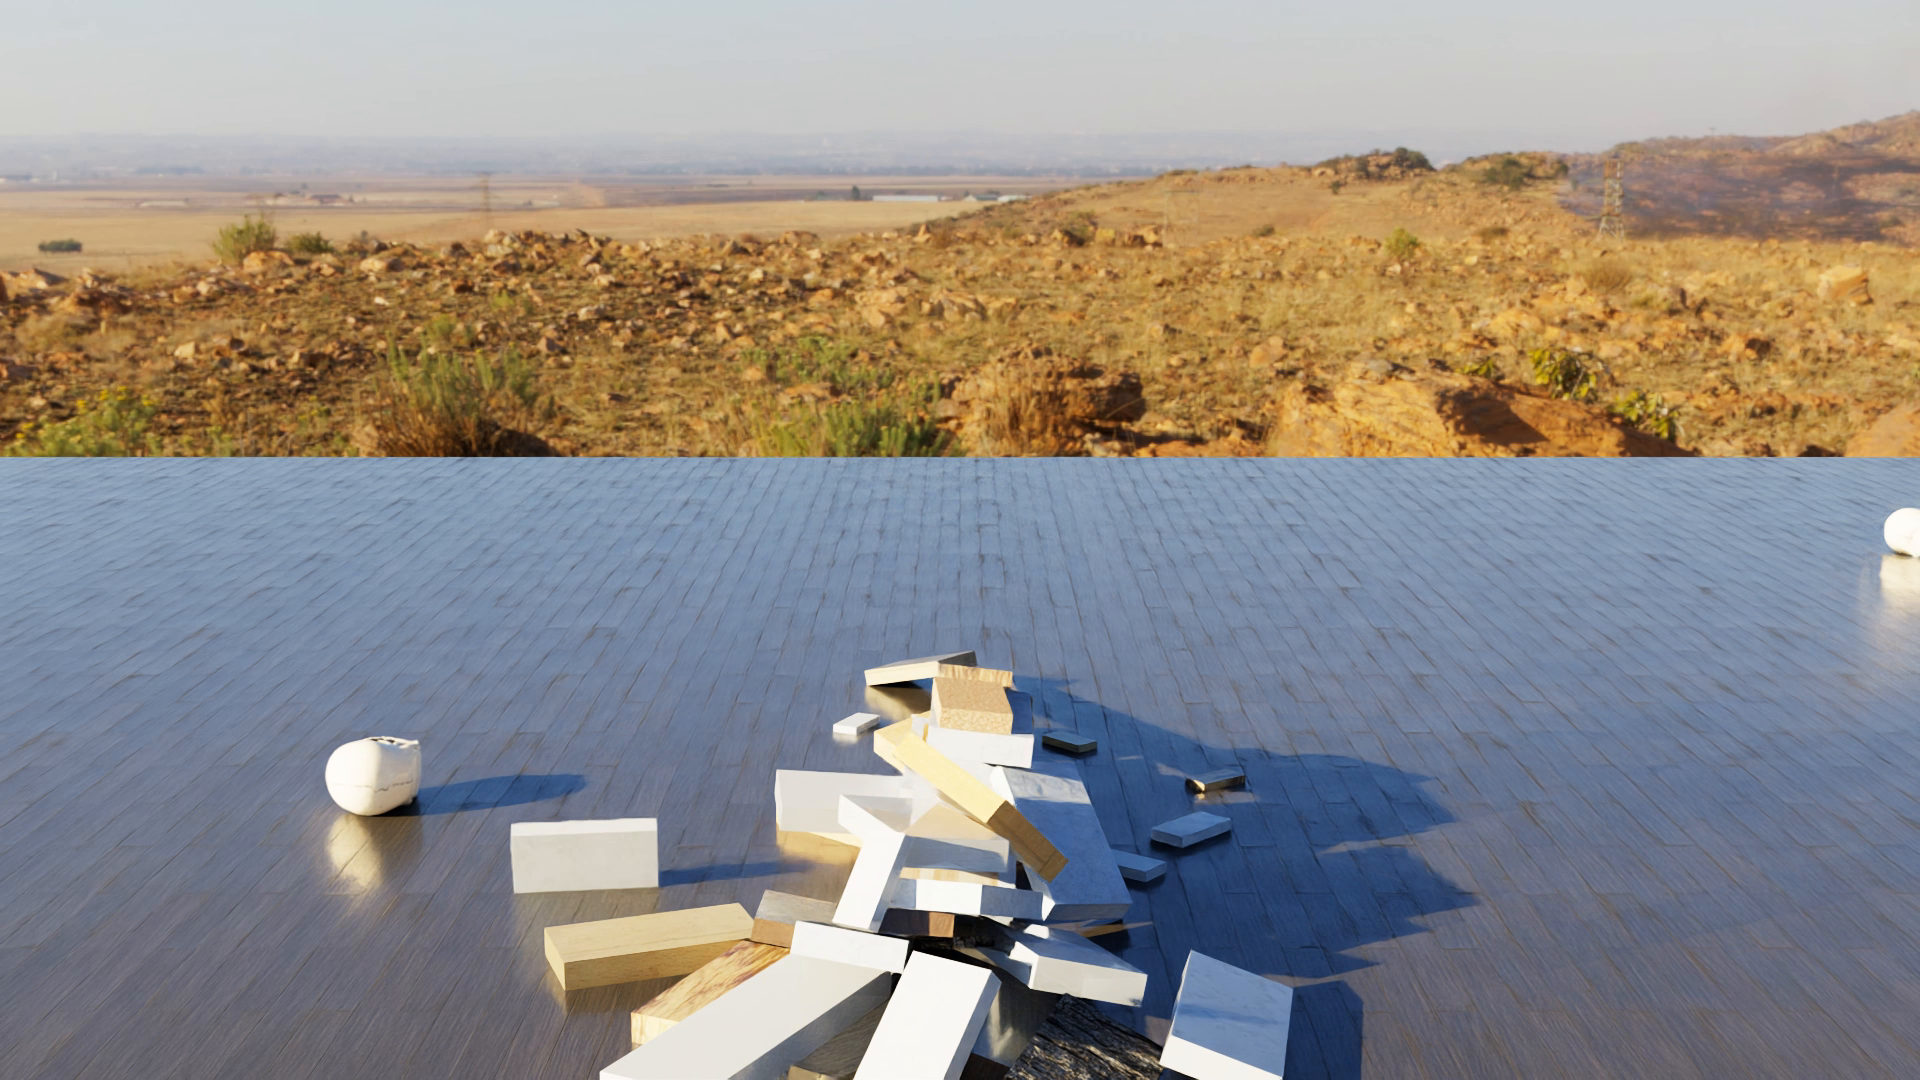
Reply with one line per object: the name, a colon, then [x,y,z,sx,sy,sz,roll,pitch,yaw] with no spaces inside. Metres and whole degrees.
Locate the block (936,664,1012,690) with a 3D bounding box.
block: [0.024,0.249,3.997,0.119,0.034,0.238,7,-3,-3]

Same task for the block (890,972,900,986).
block: [-0.121,0.648,3.314,0.056,0.016,0.112,2,11,13]

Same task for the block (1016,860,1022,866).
block: [0.066,0.545,3.863,0.066,0.019,0.131,-9,14,-38]

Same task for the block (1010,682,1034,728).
block: [0.061,0.325,4.487,0.121,0.034,1.031,7,1,-1]

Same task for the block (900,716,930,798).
block: [-0.018,0.410,3.951,0.160,0.045,0.320,8,19,1]

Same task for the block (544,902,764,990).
block: [-0.468,0.622,3.376,0.310,0.044,0.155,-4,11,-21]

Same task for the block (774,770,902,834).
block: [-0.161,0.467,3.882,0.319,0.045,0.160,4,17,-10]

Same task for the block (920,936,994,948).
block: [-0.004,0.581,3.177,0.056,0.016,0.112,-7,-11,32]

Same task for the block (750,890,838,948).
block: [-0.252,0.590,3.398,0.122,0.035,0.244,12,0,-1]

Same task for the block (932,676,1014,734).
block: [0.019,0.280,3.741,0.119,0.034,0.238,6,9,-4]

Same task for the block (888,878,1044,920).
block: [0.008,0.522,3.201,0.146,0.041,0.292,2,-10,20]

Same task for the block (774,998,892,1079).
block: [-0.366,0.735,2.770,0.883,0.043,0.153,-10,14,-42]

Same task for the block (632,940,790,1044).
block: [-0.324,0.660,3.172,0.153,0.043,0.306,5,12,24]

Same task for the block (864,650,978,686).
block: [-0.090,0.292,5.006,0.242,0.034,0.121,-11,2,45]

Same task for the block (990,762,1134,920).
block: [0.163,0.489,3.600,0.146,0.041,0.292,4,43,-28]

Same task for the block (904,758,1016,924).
block: [0.006,0.482,3.628,0.174,0.049,0.348,5,40,-1]

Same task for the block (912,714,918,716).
block: [0.002,0.376,4.482,0.148,0.042,0.297,-1,-4,10]

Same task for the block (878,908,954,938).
block: [-0.072,0.569,3.280,0.122,0.035,0.414,4,-10,0]

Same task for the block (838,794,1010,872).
block: [-0.062,0.441,3.329,0.160,0.045,0.413,5,0,-15]

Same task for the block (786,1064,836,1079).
block: [-0.194,0.722,2.759,0.072,0.020,0.143,18,25,-1]

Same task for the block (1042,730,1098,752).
block: [0.227,0.418,4.556,0.054,0.015,0.108,-9,14,-41]

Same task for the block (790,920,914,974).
block: [-0.147,0.571,3.094,0.153,0.043,0.306,10,-9,2]

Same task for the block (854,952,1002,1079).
block: [-0.052,0.652,2.803,0.122,0.035,0.244,7,57,33]

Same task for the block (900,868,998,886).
block: [-0.018,0.488,3.409,0.146,0.041,0.292,5,0,-1]

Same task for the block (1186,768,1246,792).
block: [0.498,0.468,4.285,0.108,0.015,0.054,-7,13,-35]

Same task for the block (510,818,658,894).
block: [-0.625,0.527,3.670,0.238,0.119,0.034,-1,30,-7]

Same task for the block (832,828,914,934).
block: [-0.122,0.477,3.084,0.072,0.143,0.020,1,-29,43]

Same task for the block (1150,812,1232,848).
block: [0.418,0.523,3.976,0.072,0.020,0.143,10,14,43]

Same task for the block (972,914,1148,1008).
block: [0.138,0.608,3.192,0.162,0.046,0.325,12,-3,-15]

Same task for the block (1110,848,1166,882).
block: [0.282,0.558,3.788,0.131,0.019,0.066,8,13,37]

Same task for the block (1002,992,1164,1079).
block: [0.154,0.695,2.806,0.162,0.046,0.325,28,17,12]

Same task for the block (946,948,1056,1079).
block: [0.049,0.664,2.987,0.162,0.046,0.325,22,10,-2]

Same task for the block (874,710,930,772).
block: [0.017,0.429,4.080,0.160,0.045,0.378,-18,32,-35]

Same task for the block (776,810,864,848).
block: [-0.164,0.506,3.995,0.320,0.045,0.160,9,14,41]

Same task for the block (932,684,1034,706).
block: [0.040,0.292,4.123,0.121,0.034,0.242,7,1,-17]

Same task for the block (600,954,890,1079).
block: [-0.275,0.658,2.943,0.155,0.044,0.474,5,12,27]

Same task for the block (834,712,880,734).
block: [-0.220,0.392,4.695,0.054,0.015,0.108,5,12,26]

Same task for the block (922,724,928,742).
block: [0.011,0.460,3.734,0.174,0.049,0.348,6,40,-1]

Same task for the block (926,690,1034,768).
block: [0.035,0.316,3.794,0.174,0.049,0.348,7,9,0]

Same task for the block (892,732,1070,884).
block: [0.027,0.408,3.381,0.045,0.160,0.320,-48,30,-8]

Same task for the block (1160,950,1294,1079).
block: [0.370,0.665,3.019,0.155,0.044,0.310,20,13,7]
